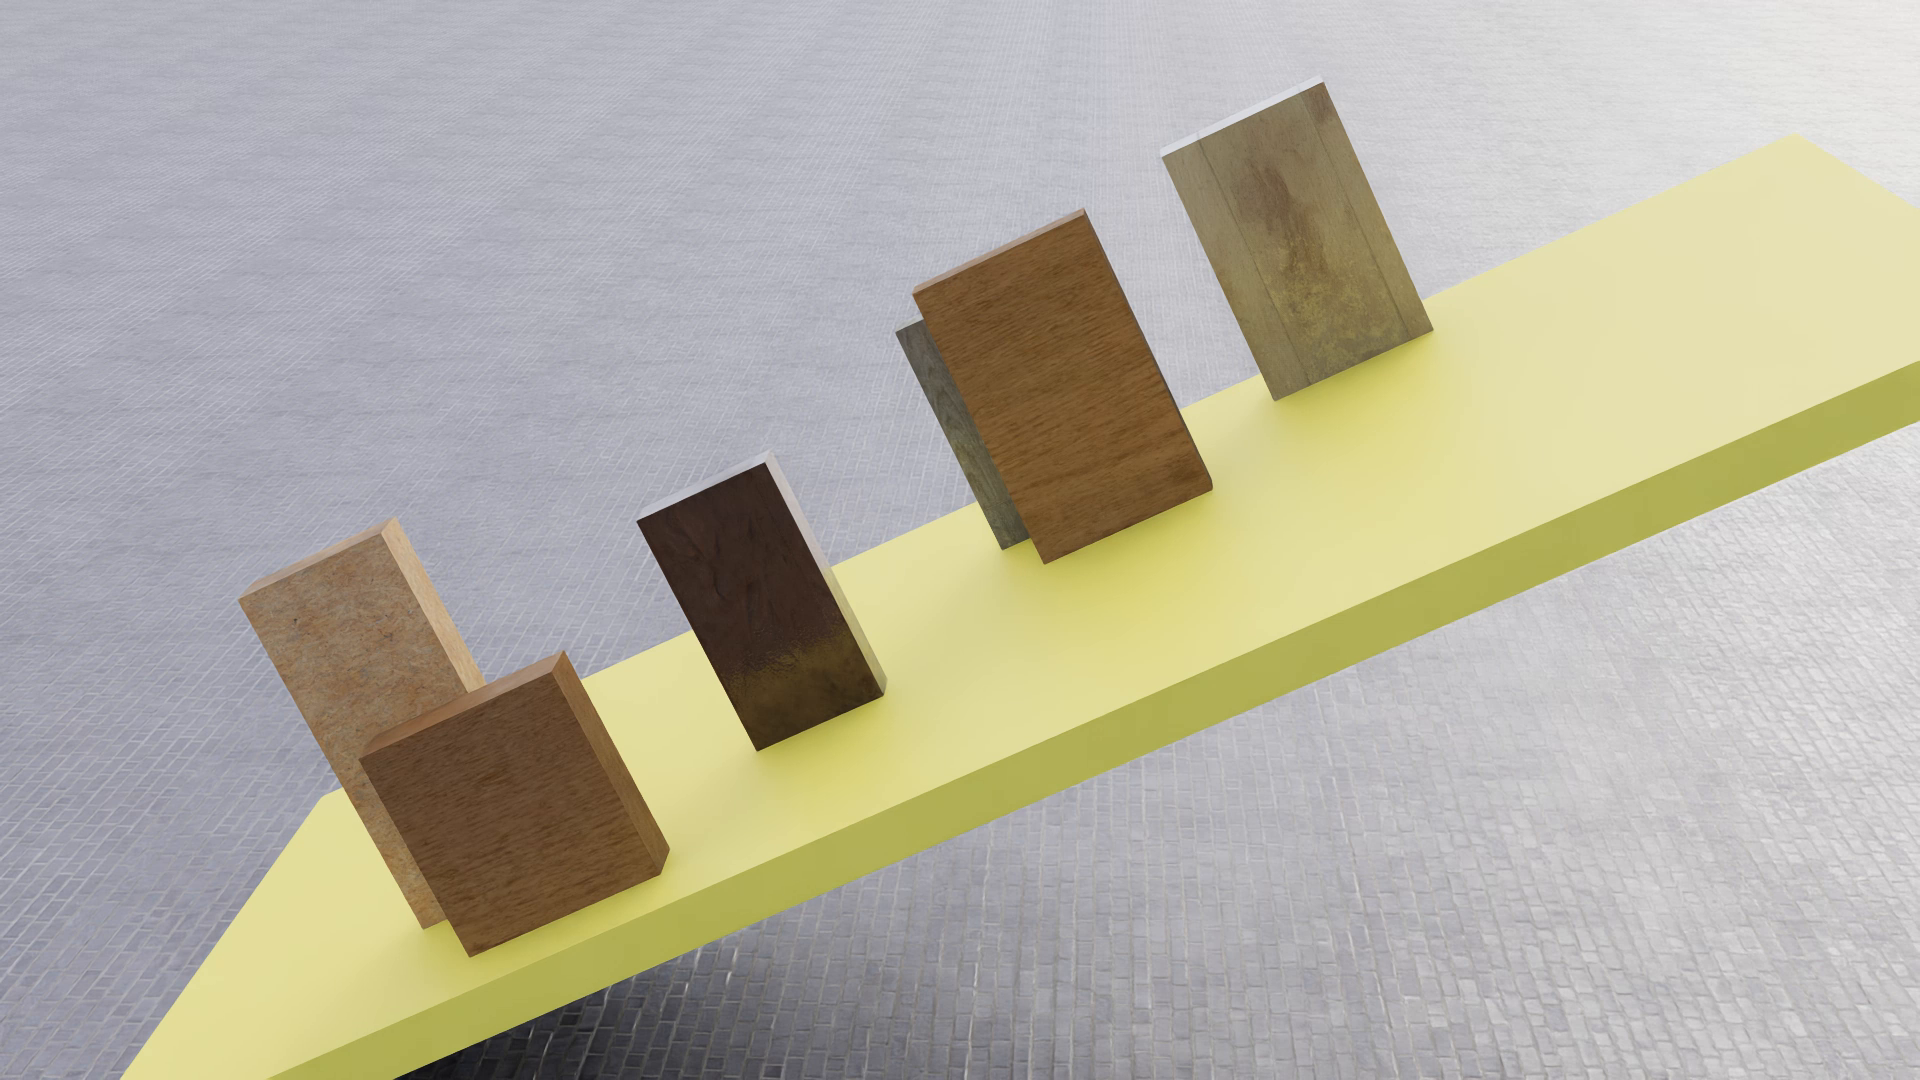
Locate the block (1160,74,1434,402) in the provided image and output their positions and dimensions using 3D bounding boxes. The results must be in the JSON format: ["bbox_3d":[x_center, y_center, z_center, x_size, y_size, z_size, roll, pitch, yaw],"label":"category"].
[{"bbox_3d":[0.775,-0.692,6.767,0.400,0.628,0.126,-24,13,9],"label":"block"}]

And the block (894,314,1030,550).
[{"bbox_3d":[0.144,-0.307,6.641,0.371,0.559,0.089,-24,13,9],"label":"block"}]

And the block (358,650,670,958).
[{"bbox_3d":[-0.852,0.508,5.653,0.417,0.449,0.132,-24,13,9],"label":"block"}]

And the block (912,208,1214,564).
[{"bbox_3d":[0.224,-0.328,6.345,0.403,0.661,0.088,-24,13,9],"label":"block"}]

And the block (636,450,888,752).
[{"bbox_3d":[-0.404,0.126,6.050,0.294,0.547,0.107,-24,13,9],"label":"block"}]

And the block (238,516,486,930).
[{"bbox_3d":[-1.113,0.373,5.945,0.327,0.776,0.125,-24,13,9],"label":"block"}]

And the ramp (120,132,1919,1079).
[{"bbox_3d":[0.136,0.169,6.282,4.000,0.100,2.000,-24,13,9],"label":"ramp"}]
